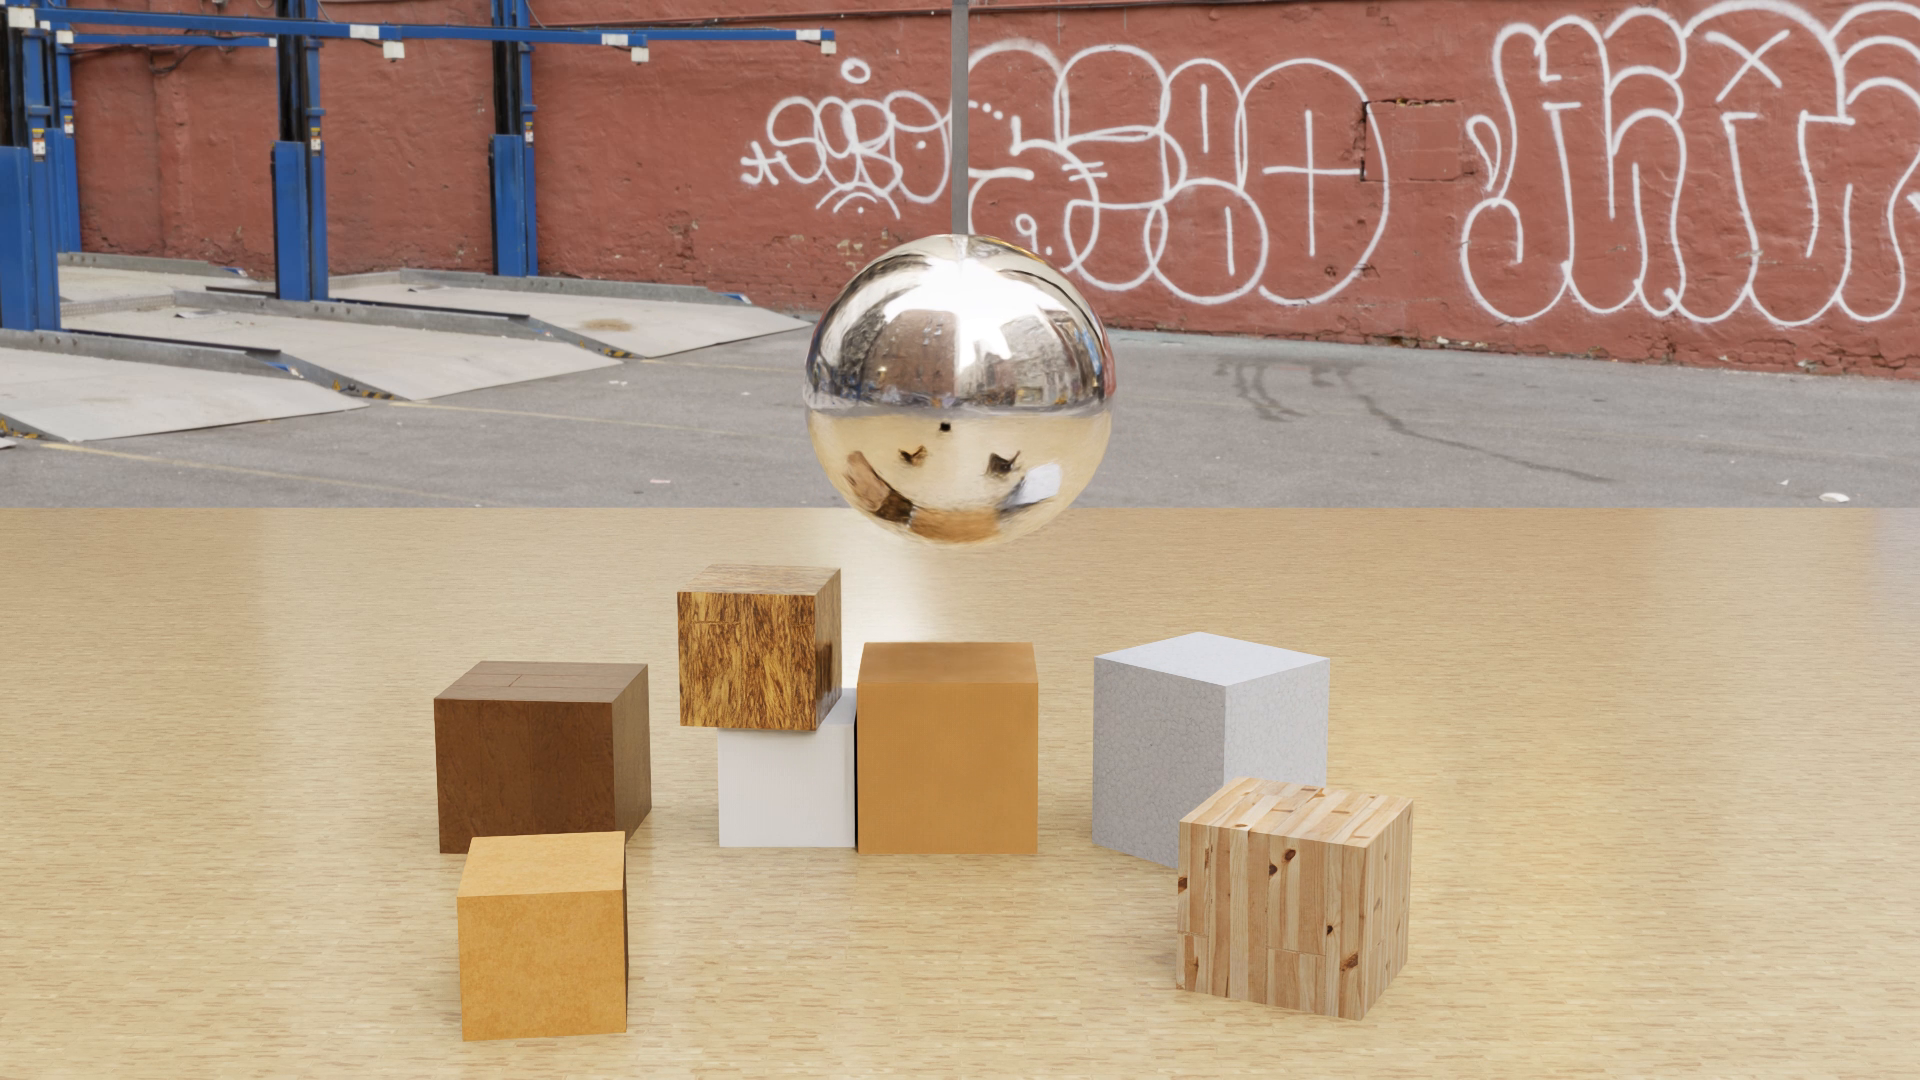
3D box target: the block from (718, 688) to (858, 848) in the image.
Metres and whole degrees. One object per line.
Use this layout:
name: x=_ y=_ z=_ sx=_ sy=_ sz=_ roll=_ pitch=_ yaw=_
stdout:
block: x=-0.870 y=1.166 z=11.381 sx=0.681 sy=0.635 sz=0.755 roll=0 pitch=10 yaw=0

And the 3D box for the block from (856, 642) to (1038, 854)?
block: x=-0.061 y=1.054 z=11.320 sx=0.893 sy=0.877 sz=0.890 roll=0 pitch=10 yaw=0

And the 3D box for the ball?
ball: x=0.000 y=-0.752 z=11.163 sx=1.600 sy=1.600 sz=1.600 roll=0 pitch=10 yaw=0

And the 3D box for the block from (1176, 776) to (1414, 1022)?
block: x=1.422 y=1.494 z=9.307 sx=0.791 sy=0.731 sz=0.732 roll=5 pitch=11 yaw=26

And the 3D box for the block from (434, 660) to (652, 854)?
block: x=-2.117 y=1.106 z=11.264 sx=0.892 sy=0.794 sz=0.817 roll=1 pitch=10 yaw=4

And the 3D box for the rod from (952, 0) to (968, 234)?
rod: x=0.000 y=-4.084 z=10.490 sx=0.080 sy=5.200 sz=0.080 roll=0 pitch=11 yaw=0

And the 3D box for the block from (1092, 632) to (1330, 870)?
block: x=1.253 y=1.061 z=11.023 sx=0.813 sy=0.969 sz=0.841 roll=-10 pitch=14 yaw=-43

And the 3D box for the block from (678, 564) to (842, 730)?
block: x=-1.004 y=0.533 z=11.174 sx=0.686 sy=0.682 sz=0.714 roll=1 pitch=11 yaw=7

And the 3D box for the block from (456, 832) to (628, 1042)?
block: x=-1.696 y=1.611 z=9.035 sx=0.639 sy=0.597 sz=0.753 roll=-1 pitch=10 yaw=-8
